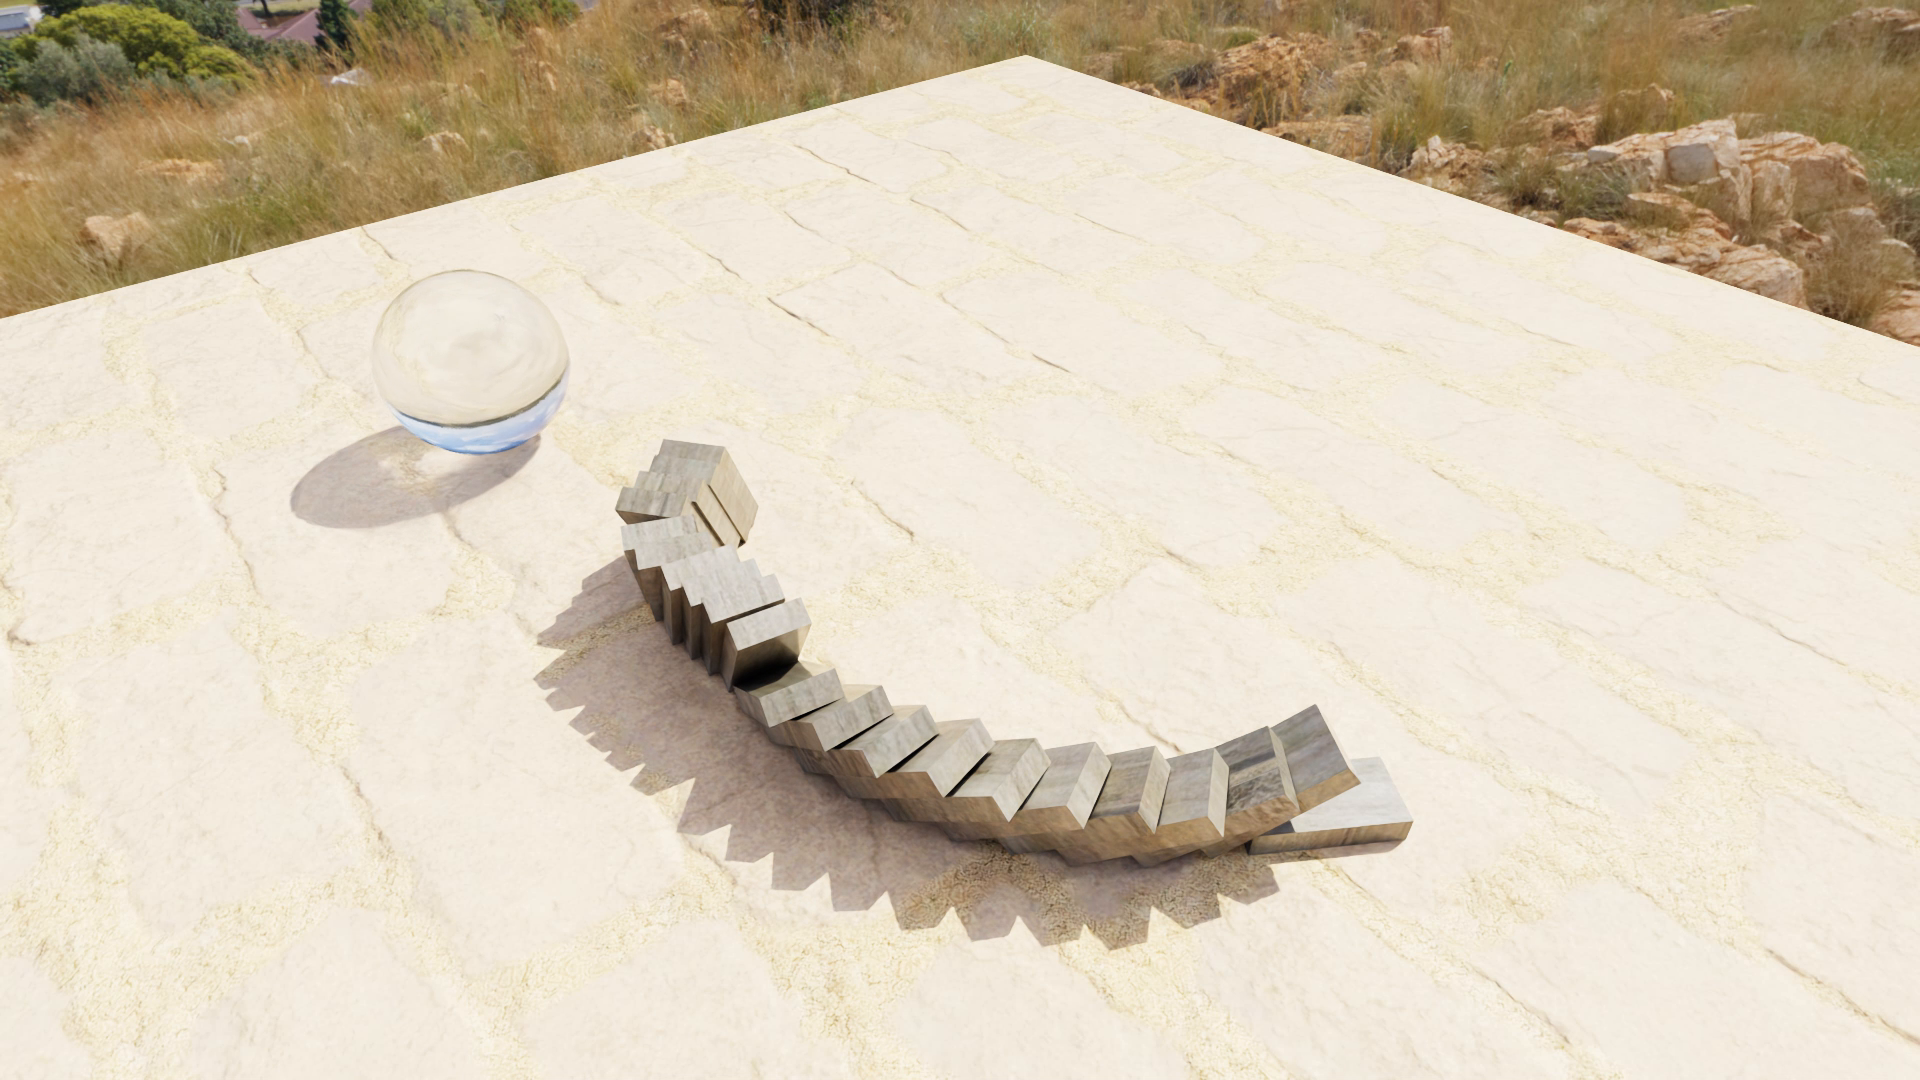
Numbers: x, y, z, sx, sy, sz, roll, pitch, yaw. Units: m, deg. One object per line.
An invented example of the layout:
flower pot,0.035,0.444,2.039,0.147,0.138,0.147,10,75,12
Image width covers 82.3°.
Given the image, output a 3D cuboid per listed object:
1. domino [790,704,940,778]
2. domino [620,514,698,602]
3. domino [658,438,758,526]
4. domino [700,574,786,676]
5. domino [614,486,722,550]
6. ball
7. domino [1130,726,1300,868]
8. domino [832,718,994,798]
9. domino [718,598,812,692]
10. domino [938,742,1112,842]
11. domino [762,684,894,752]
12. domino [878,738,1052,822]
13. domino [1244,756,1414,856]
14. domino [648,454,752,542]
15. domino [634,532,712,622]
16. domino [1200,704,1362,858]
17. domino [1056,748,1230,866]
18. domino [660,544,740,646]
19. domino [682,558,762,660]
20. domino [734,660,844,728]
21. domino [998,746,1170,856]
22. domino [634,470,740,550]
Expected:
domino,-0.031,0.062,0.344,0.025,0.010,0.050,-32,9,-33
domino,-0.107,0.008,0.403,0.025,0.050,0.009,-10,67,-11
domino,-0.100,-0.022,0.439,0.025,0.050,0.009,8,66,9
domino,-0.075,0.030,0.376,0.025,0.050,0.010,-19,69,-22
domino,-0.108,-0.003,0.416,0.025,0.050,0.009,8,66,9
ball,-0.213,-0.077,0.482,0.080,0.080,0.080,0,39,0
domino,0.073,0.077,0.328,0.050,0.009,0.025,-29,34,23
domino,-0.015,0.068,0.338,0.050,0.010,0.025,-17,18,50
domino,-0.066,0.036,0.369,0.025,0.050,0.009,-20,74,-22
domino,0.019,0.076,0.329,0.050,0.009,0.025,-18,25,39
domino,-0.044,0.056,0.352,0.025,0.009,0.050,-26,6,-28
domino,0.001,0.073,0.333,0.050,0.009,0.025,-14,23,45
domino,0.111,0.083,0.343,0.050,0.010,0.025,-4,40,-5
domino,-0.101,-0.015,0.431,0.025,0.050,0.009,8,66,9
domino,-0.100,0.014,0.395,0.025,0.050,0.010,-11,68,-13
domino,0.092,0.073,0.331,0.050,0.010,0.025,-33,36,17
domino,0.054,0.079,0.325,0.050,0.010,0.025,-22,29,31
domino,-0.091,0.020,0.388,0.025,0.050,0.010,-19,69,-22
domino,-0.083,0.025,0.382,0.025,0.050,0.010,-19,69,-22
domino,-0.057,0.049,0.359,0.025,0.010,0.050,-20,4,-20
domino,0.036,0.078,0.327,0.050,0.009,0.025,-20,27,35
domino,-0.104,-0.009,0.423,0.025,0.050,0.010,8,66,9
